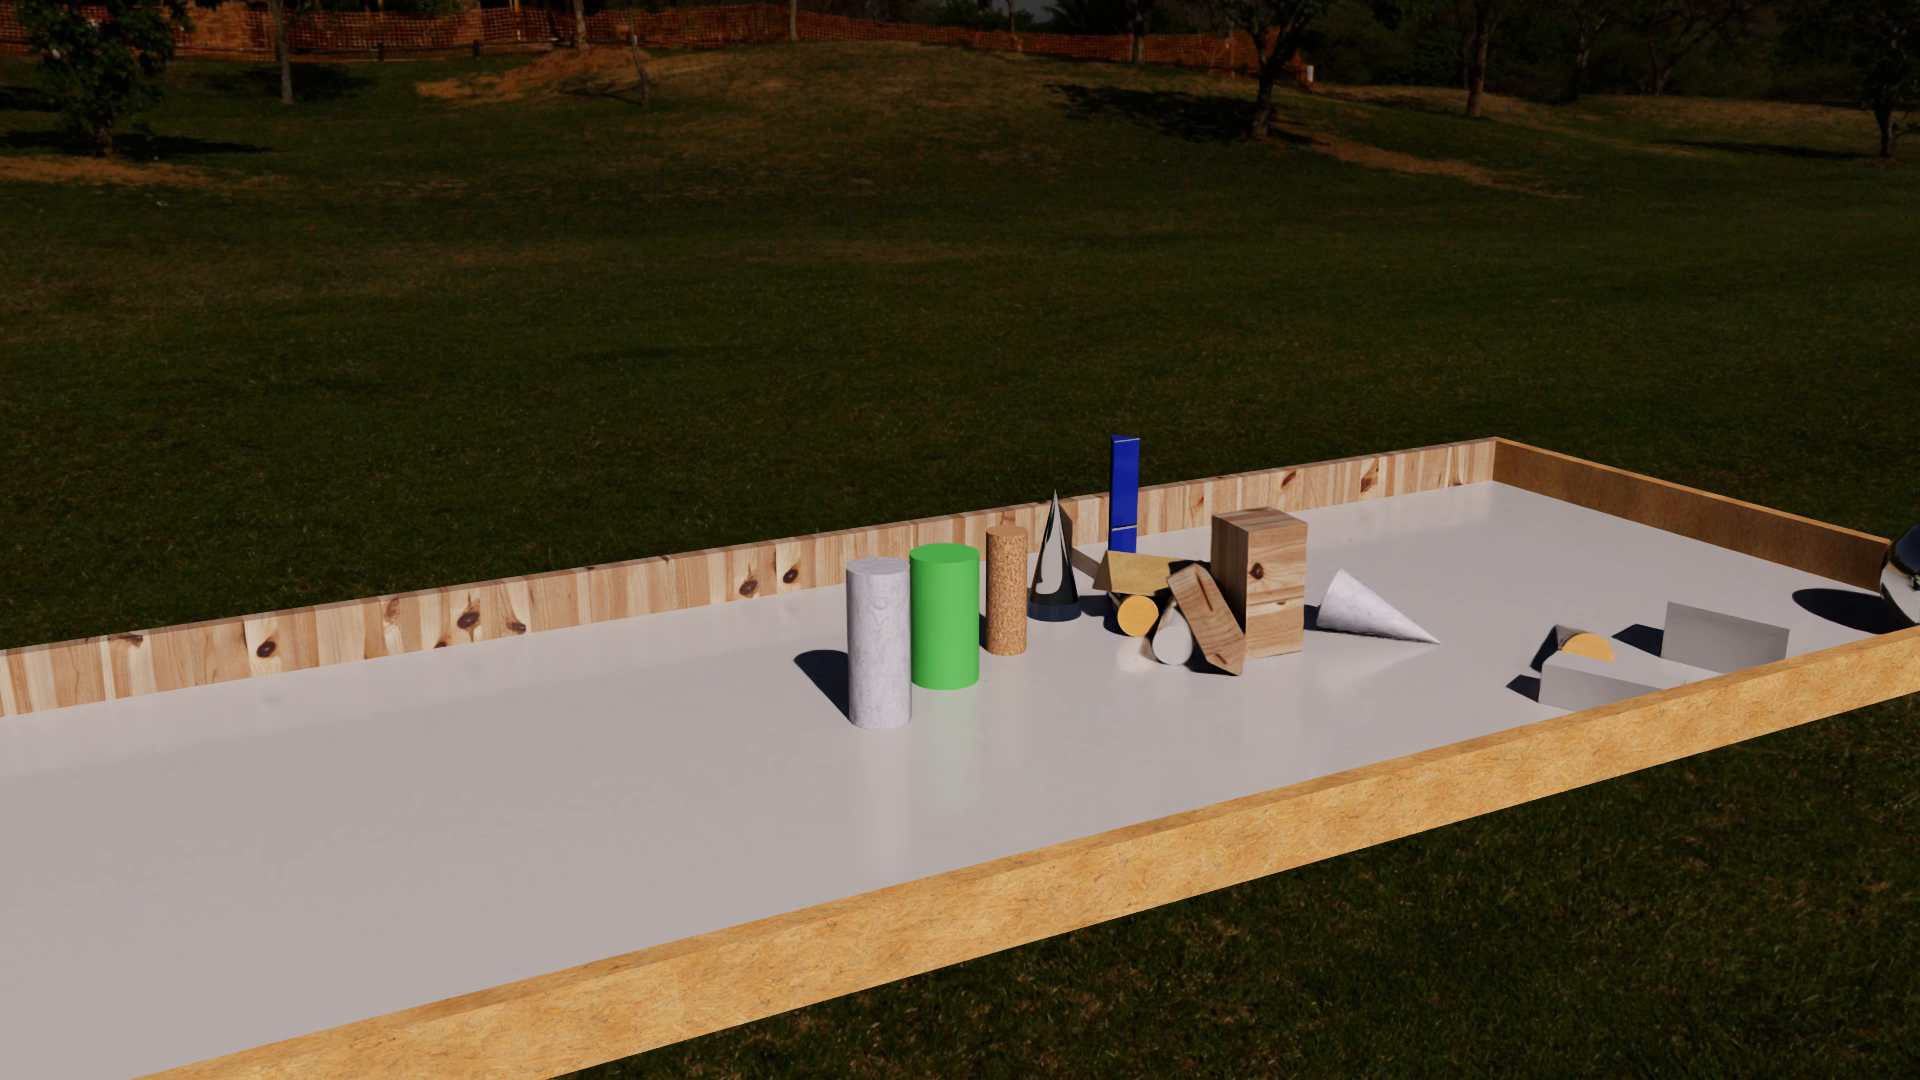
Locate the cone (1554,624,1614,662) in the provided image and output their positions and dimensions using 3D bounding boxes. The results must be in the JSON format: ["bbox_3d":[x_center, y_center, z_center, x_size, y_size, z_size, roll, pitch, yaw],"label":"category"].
[{"bbox_3d":[1.605,0.264,4.342,0.129,0.129,0.455,3,8,10],"label":"cone"}]

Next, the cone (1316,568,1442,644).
[{"bbox_3d":[1.151,0.219,4.459,0.324,0.176,0.176,24,24,20],"label":"cone"}]

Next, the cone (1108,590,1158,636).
[{"bbox_3d":[0.457,0.175,4.660,0.113,0.113,0.417,-2,9,-7],"label":"cone"}]

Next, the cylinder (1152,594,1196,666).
[{"bbox_3d":[0.582,0.231,4.383,0.105,0.105,0.303,4,17,13],"label":"cylinder"}]

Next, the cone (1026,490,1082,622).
[{"bbox_3d":[0.263,0.031,4.605,0.161,0.362,0.161,0,16,0],"label":"cone"}]

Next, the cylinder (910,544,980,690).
[{"bbox_3d":[-0.039,0.190,4.124,0.174,0.329,0.174,0,16,0],"label":"cylinder"}]

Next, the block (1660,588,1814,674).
[{"bbox_3d":[1.991,0.248,4.233,0.156,0.156,0.302,-15,22,-42],"label":"block"}]

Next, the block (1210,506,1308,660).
[{"bbox_3d":[0.783,0.112,4.346,0.178,0.350,0.178,-8,18,-21],"label":"block"}]

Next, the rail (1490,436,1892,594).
[{"bbox_3d":[2.466,-0.048,5.253,0.050,0.150,2.100,-9,18,-27],"label":"rail"}]

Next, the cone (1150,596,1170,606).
[{"bbox_3d":[0.559,0.116,4.856,0.118,0.118,0.328,-4,7,-12],"label":"cone"}]

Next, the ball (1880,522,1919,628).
[{"bbox_3d":[2.656,0.100,4.421,0.334,0.334,0.334,0,16,0],"label":"ball"}]

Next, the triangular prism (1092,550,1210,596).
[{"bbox_3d":[0.591,0.104,4.609,0.417,0.109,0.126,7,0,-20],"label":"triangular prism"}]

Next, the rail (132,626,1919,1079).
[{"bbox_3d":[-2.336,1.006,1.665,12.000,0.150,0.050,-9,18,-27],"label":"rail"}]

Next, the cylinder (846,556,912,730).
[{"bbox_3d":[-0.189,0.241,3.864,0.149,0.378,0.149,0,16,0],"label":"cylinder"}]

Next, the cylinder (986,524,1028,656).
[{"bbox_3d":[0.122,0.132,4.327,0.108,0.326,0.108,0,16,0],"label":"cylinder"}]

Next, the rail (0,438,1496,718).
[{"bbox_3d":[-3.305,0.497,3.399,12.000,0.150,0.050,-9,18,-27],"label":"rail"}]

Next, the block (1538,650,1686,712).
[{"bbox_3d":[1.556,0.360,3.942,0.304,0.105,0.105,12,20,36],"label":"block"}]

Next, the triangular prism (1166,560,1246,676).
[{"bbox_3d":[0.658,0.188,4.302,0.111,0.096,0.384,25,23,-23],"label":"triangular prism"}]

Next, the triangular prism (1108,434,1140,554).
[{"bbox_3d":[0.463,-0.086,4.860,0.091,0.445,0.079,-9,18,-27],"label":"triangular prism"}]
